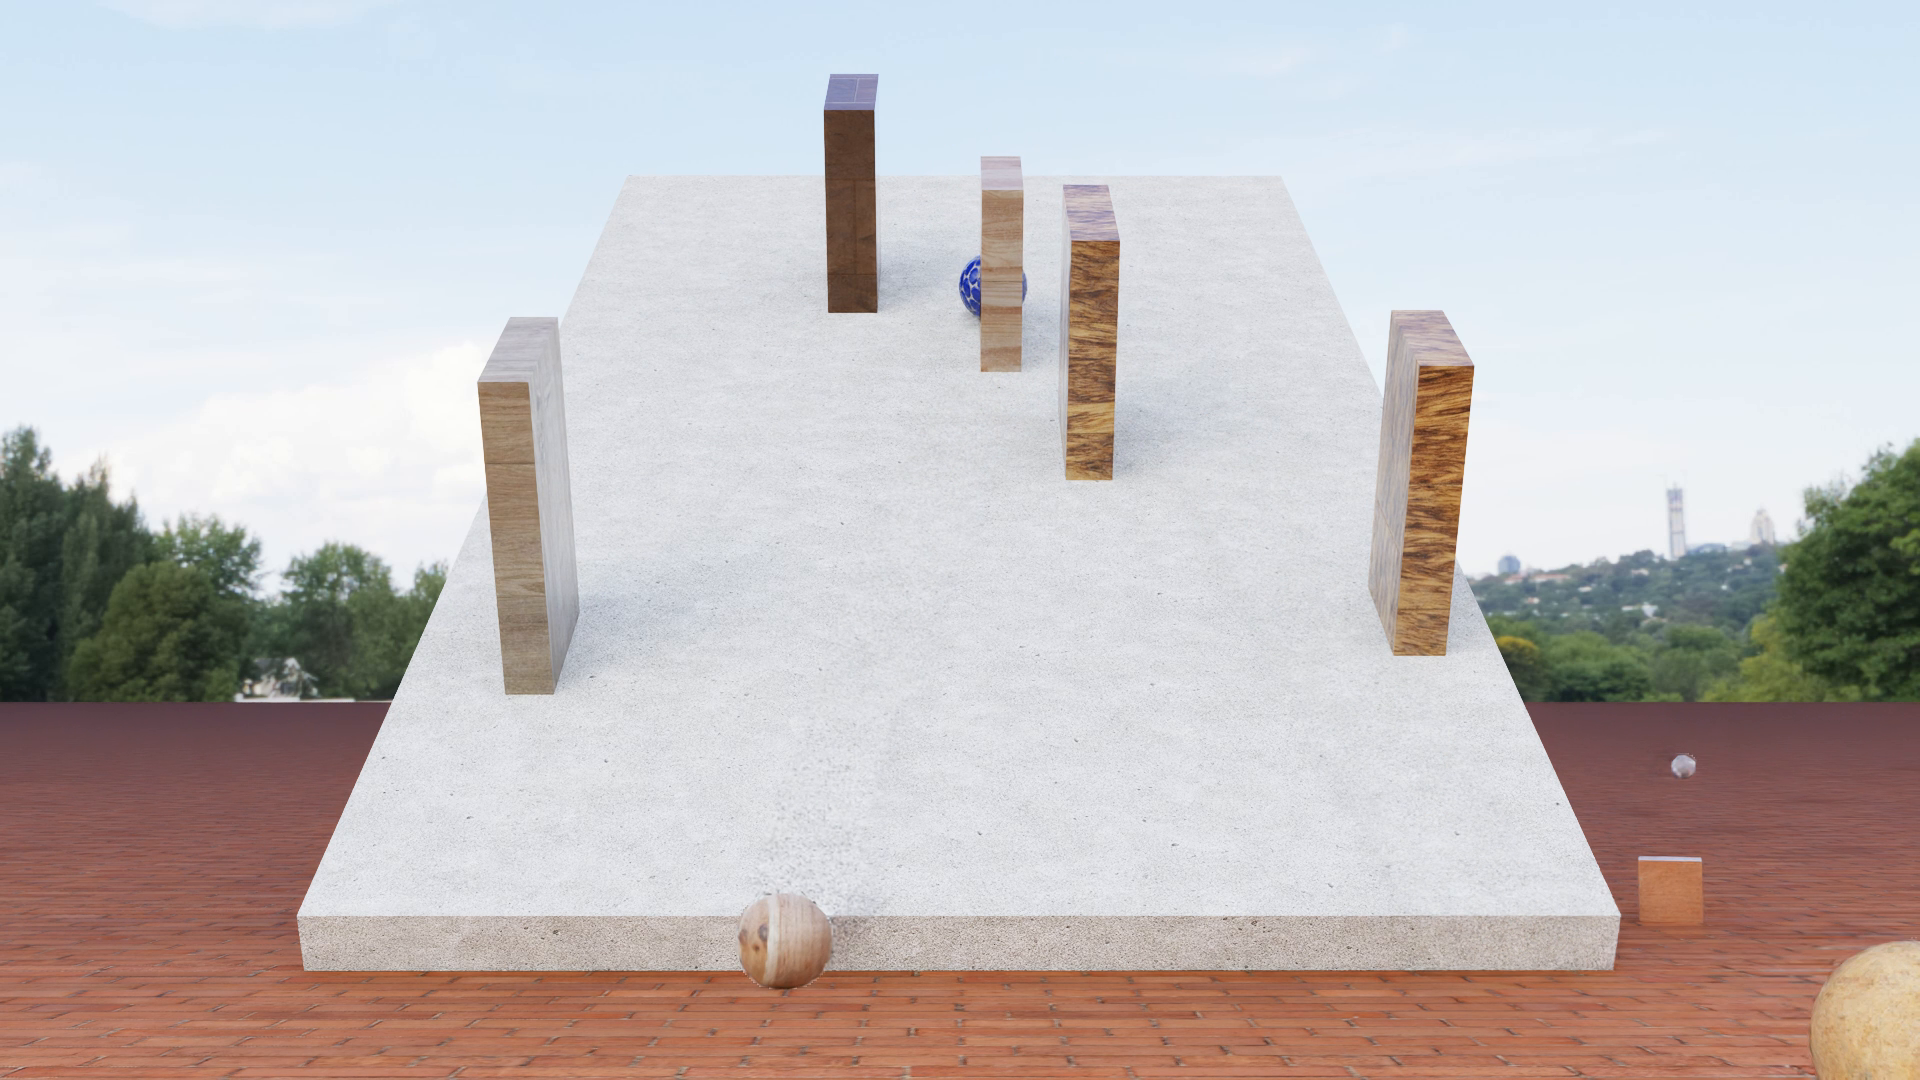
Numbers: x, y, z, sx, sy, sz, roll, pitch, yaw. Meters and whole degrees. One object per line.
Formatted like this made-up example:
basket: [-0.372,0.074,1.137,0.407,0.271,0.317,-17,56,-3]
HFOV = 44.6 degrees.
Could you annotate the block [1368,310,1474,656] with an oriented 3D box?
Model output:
block: [0.845,-0.106,4.314,0.096,0.569,0.292,0,25,0]

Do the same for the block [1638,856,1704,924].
block: [1.336,0.656,4.399,0.113,0.113,0.113,-1,-4,17]

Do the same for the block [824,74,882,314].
block: [-0.276,-0.902,6.068,0.127,0.530,0.373,0,25,0]

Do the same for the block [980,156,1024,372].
block: [0.098,-0.670,5.665,0.098,0.451,0.292,0,25,0]

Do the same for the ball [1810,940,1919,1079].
ball: [0.900,0.472,2.203,0.189,0.189,0.189,0,-4,0]

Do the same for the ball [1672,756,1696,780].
ball: [3.644,1.144,11.783,0.120,0.120,0.120,0,-4,0]

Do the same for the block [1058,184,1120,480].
block: [0.278,-0.457,5.105,0.101,0.537,0.408,0,25,0]

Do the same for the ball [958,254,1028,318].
ball: [0.084,-0.643,5.934,0.175,0.175,0.175,0,-4,0]

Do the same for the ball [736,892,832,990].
ball: [-0.252,0.577,3.365,0.138,0.138,0.138,0,-4,0]

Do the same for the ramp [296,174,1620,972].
ramp: [-0.009,-0.229,5.368,2.000,0.100,4.000,0,25,0]

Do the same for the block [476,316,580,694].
block: [-0.765,-0.063,4.181,0.086,0.595,0.325,0,25,0]
